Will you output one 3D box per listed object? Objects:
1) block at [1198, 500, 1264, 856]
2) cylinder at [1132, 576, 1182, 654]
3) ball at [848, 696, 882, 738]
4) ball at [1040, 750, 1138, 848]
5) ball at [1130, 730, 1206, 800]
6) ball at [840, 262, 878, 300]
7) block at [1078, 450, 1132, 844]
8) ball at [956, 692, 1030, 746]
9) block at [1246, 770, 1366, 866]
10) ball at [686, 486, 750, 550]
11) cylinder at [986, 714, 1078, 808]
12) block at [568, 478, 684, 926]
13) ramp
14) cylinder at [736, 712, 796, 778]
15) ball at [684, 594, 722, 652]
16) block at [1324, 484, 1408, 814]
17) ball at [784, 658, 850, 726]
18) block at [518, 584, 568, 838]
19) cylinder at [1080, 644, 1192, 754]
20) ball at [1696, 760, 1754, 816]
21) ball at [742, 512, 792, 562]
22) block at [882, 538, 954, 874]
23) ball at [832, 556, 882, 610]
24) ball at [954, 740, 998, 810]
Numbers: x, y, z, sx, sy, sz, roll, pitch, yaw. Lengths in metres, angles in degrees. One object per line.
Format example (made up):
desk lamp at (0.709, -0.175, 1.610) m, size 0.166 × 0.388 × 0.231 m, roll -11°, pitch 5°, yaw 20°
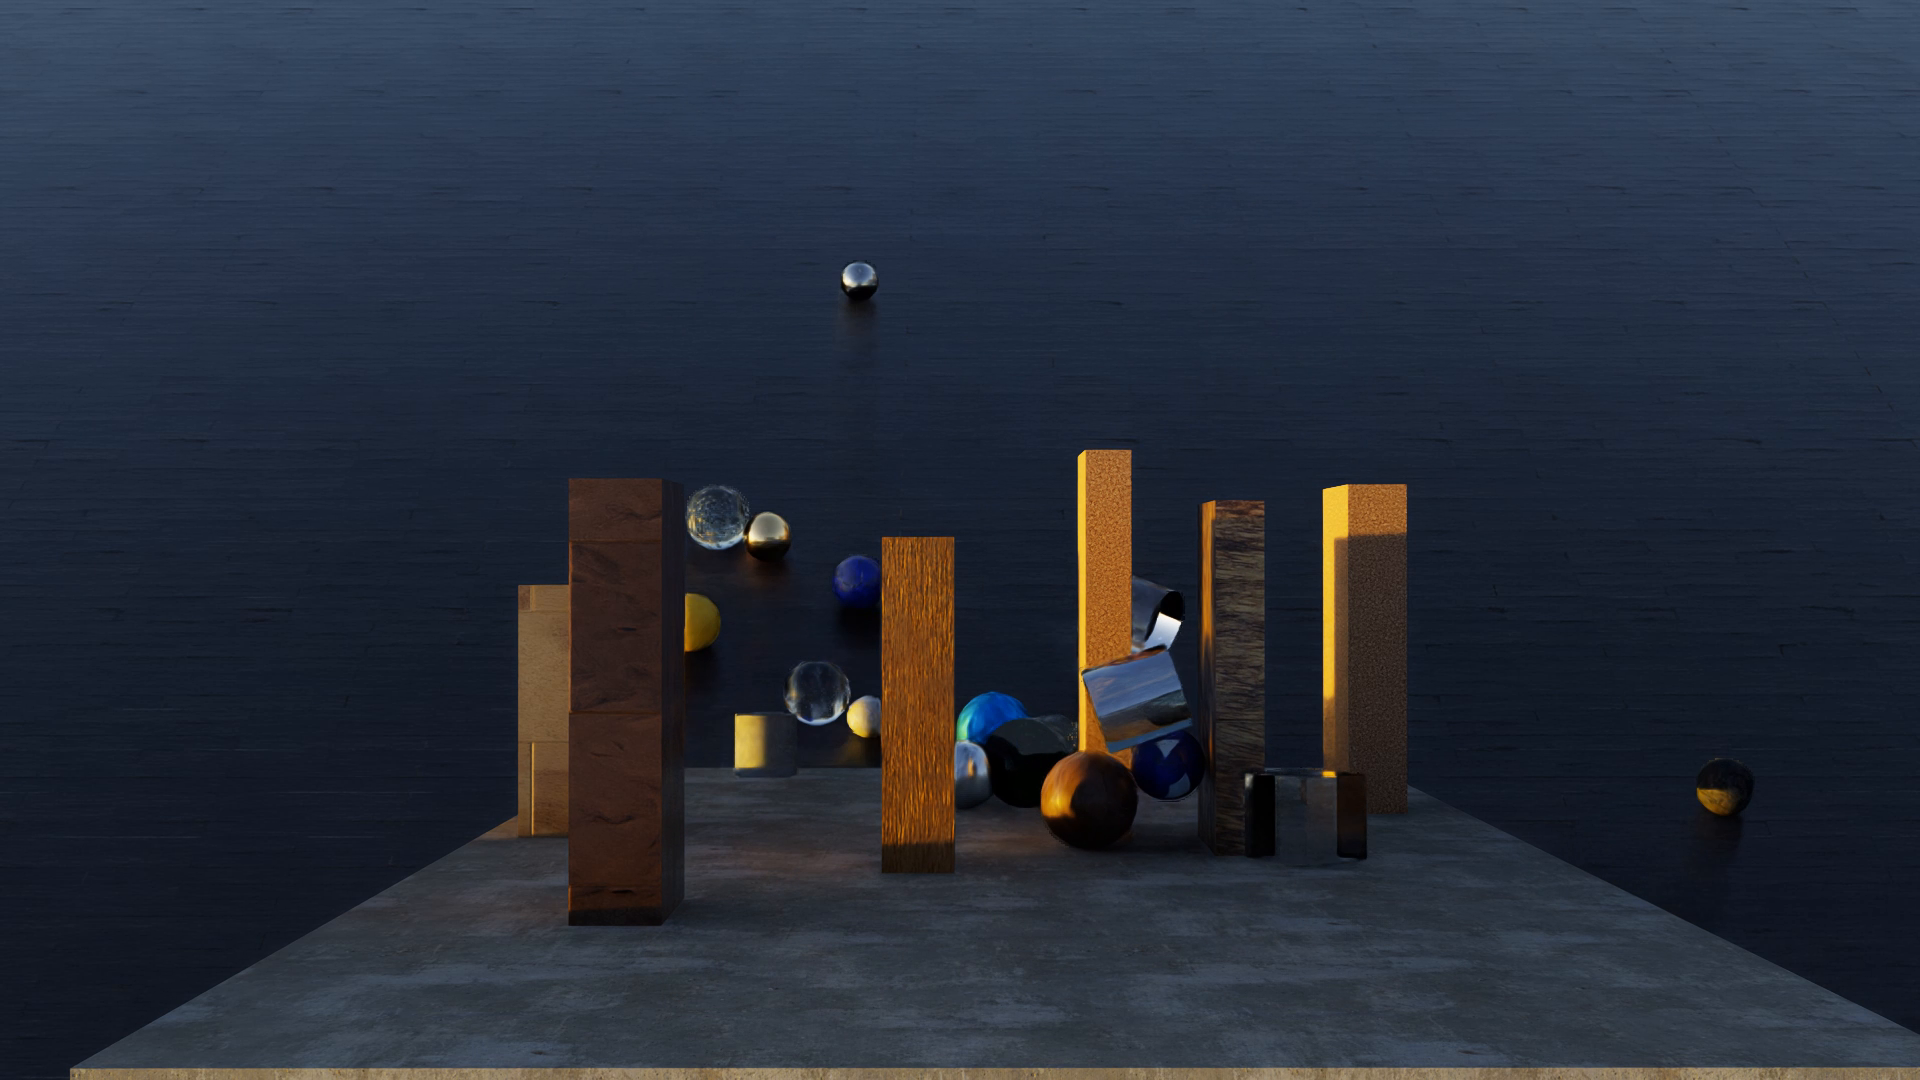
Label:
block at (0.505, 0.251, 4.846) m, size 0.088 × 0.641 × 0.353 m, roll 0°, pitch -1°, yaw 0°
cylinder at (0.485, 0.209, 7.285) m, size 0.207 × 0.207 × 0.207 m, roll 20°, pitch 37°, yaw 29°
ball at (-0.246, 0.474, 6.944) m, size 0.113 × 0.113 × 0.113 m, roll 0°, pitch 32°, yaw 0°
ball at (0.239, 0.481, 4.800) m, size 0.181 × 0.181 × 0.181 m, roll 0°, pitch 32°, yaw 0°
ball at (0.391, 0.420, 4.870) m, size 0.140 × 0.140 × 0.140 m, roll 0°, pitch 32°, yaw 0°
ball at (-0.356, -0.919, 9.193) m, size 0.137 × 0.137 × 0.137 m, roll 0°, pitch 32°, yaw 0°
block at (0.281, 0.202, 5.047) m, size 0.087 × 0.743 × 0.308 m, roll 0°, pitch -1°, yaw 0°
ball at (0.088, 0.491, 6.686) m, size 0.197 × 0.197 × 0.197 m, roll 0°, pitch 32°, yaw 0°
block at (0.617, 0.493, 4.624) m, size 0.152 × 0.152 × 0.152 m, roll 0°, pitch -1°, yaw -39°
ball at (-0.726, -0.066, 7.749) m, size 0.193 × 0.193 × 0.193 m, roll 0°, pitch 32°, yaw 0°
cylinder at (0.174, 0.483, 5.688) m, size 0.193 × 0.193 × 0.193 m, roll 14°, pitch 5°, yaw 22°
block at (-0.502, 0.237, 3.932) m, size 0.135 × 0.651 × 0.315 m, roll 0°, pitch -1°, yaw 0°
ramp at (0.070, 0.620, 4.703) m, size 2.000 × 0.100 × 4.000 m, roll 0°, pitch -1°, yaw 0°
cylinder at (-0.484, 0.511, 6.472) m, size 0.153 × 0.153 × 0.153 m, roll 0°, pitch -1°, yaw 0°
ball at (-0.754, 0.232, 7.291) m, size 0.164 × 0.164 × 0.164 m, roll 0°, pitch 32°, yaw 0°
block at (0.882, 0.232, 5.656) m, size 0.124 × 0.695 × 0.372 m, roll 0°, pitch -1°, yaw 0°
ball at (-0.386, 0.410, 6.985) m, size 0.181 × 0.181 × 0.181 m, roll 0°, pitch 32°, yaw 0°
block at (-0.796, 0.332, 5.216) m, size 0.112 × 0.486 × 0.445 m, roll 0°, pitch -1°, yaw 0°
cylinder at (0.328, 0.294, 4.810) m, size 0.163 × 0.163 × 0.163 m, roll -19°, pitch 33°, yaw 0°
ball at (1.964, 0.636, 6.654) m, size 0.143 × 0.143 × 0.143 m, roll 0°, pitch 32°, yaw 0°
ball at (-0.572, -0.010, 7.701) m, size 0.148 × 0.148 × 0.148 m, roll 0°, pitch 32°, yaw 0°
block at (-0.072, 0.282, 4.545) m, size 0.124 × 0.573 × 0.254 m, roll 0°, pitch -1°, yaw 0°
ball at (-0.293, 0.124, 7.474) m, size 0.157 × 0.157 × 0.157 m, roll 0°, pitch 32°, yaw 0°
ball at (0.008, 0.504, 5.569) m, size 0.149 × 0.149 × 0.149 m, roll 0°, pitch 32°, yaw 0°
